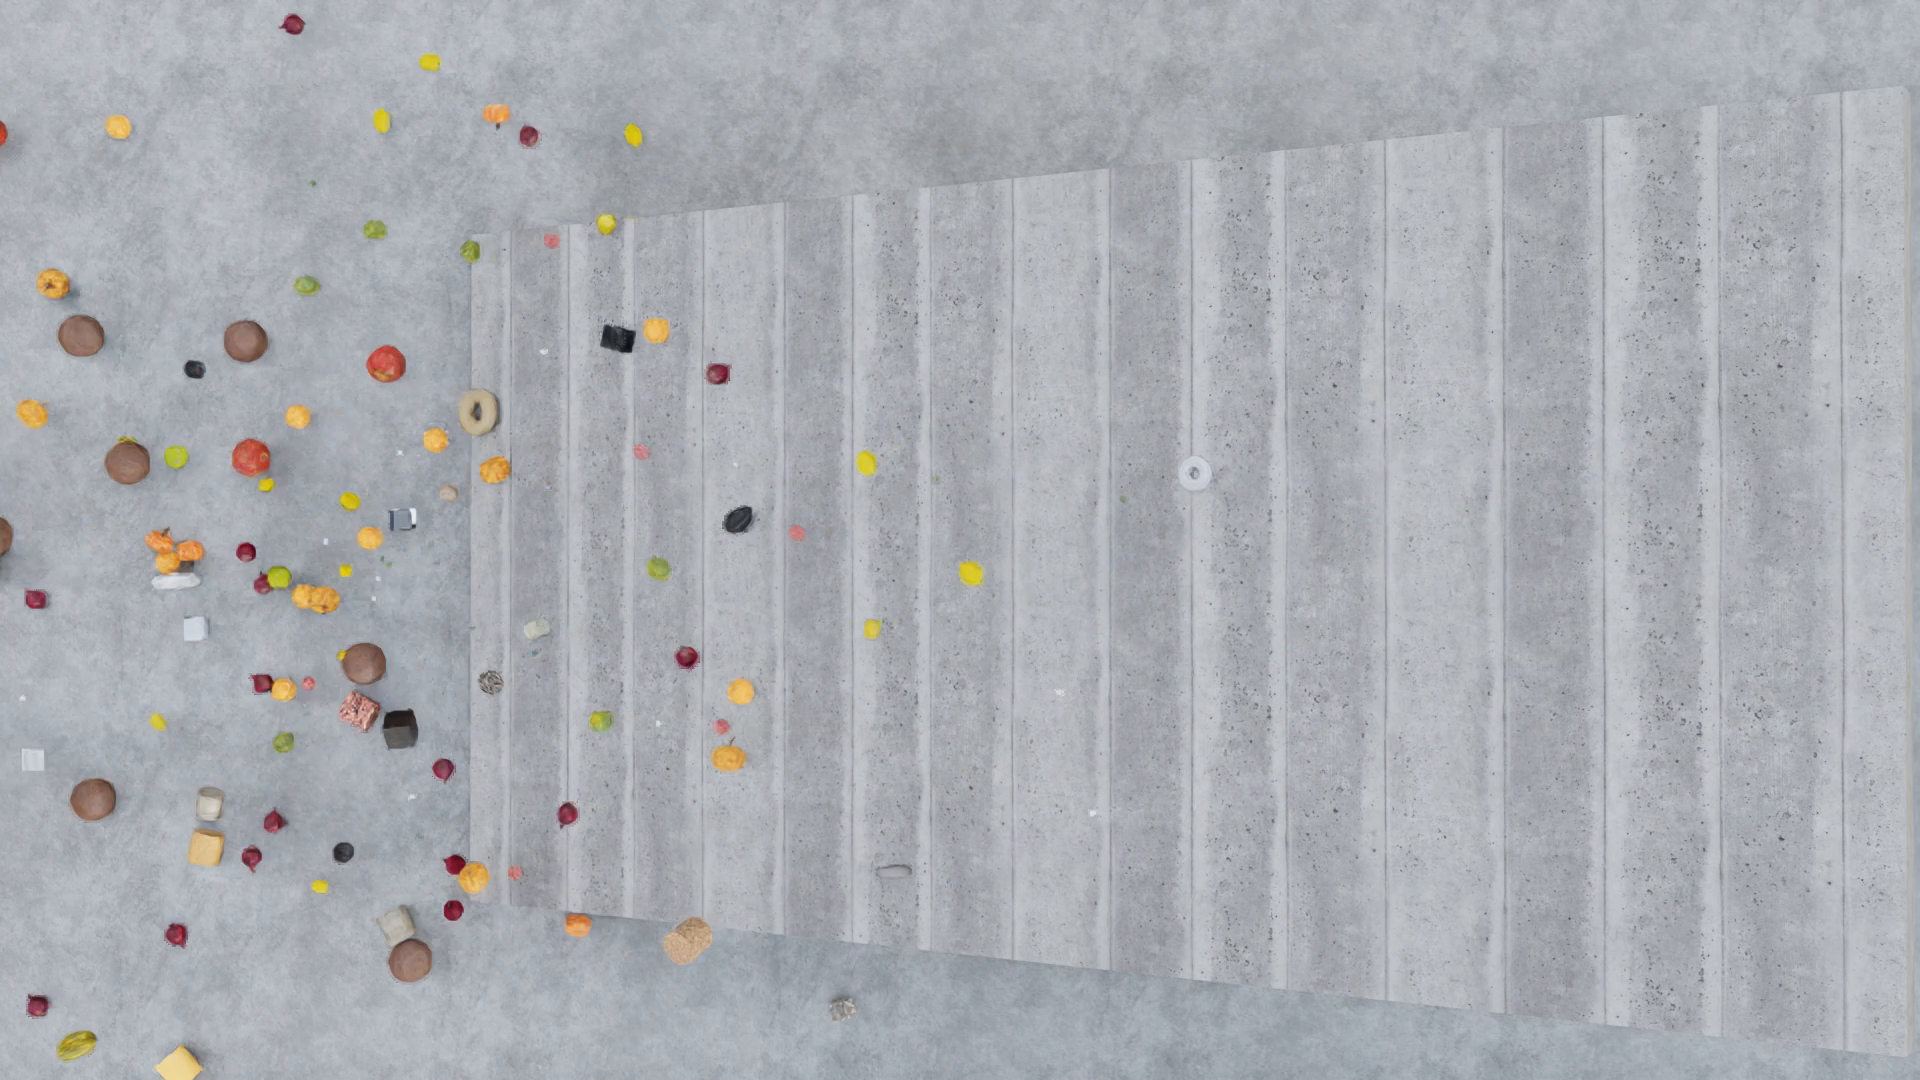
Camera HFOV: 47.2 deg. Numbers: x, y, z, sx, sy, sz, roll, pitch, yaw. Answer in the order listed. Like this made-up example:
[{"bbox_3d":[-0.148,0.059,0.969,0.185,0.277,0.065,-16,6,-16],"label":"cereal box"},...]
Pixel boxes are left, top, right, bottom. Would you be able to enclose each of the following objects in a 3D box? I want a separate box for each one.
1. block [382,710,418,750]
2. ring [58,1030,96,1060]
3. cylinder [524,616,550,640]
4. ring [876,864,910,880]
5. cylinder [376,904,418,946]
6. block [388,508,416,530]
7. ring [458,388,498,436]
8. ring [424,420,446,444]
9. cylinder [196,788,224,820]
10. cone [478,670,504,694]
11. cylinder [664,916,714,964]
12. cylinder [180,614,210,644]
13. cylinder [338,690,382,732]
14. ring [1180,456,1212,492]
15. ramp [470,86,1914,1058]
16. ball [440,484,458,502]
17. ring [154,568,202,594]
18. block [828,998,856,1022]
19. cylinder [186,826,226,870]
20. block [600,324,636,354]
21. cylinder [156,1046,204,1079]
[{"bbox_3d":[-1.688,0.571,6.633,0.081,0.081,0.081,-7,124,0],"label":"block"},{"bbox_3d":[-2.645,1.513,6.587,0.116,0.116,0.039,-14,114,0],"label":"ring"},{"bbox_3d":[-1.239,0.259,6.432,0.054,0.054,0.054,-22,89,30],"label":"cylinder"},{"bbox_3d":[-0.173,0.861,5.704,0.093,0.093,0.031,-7,72,0],"label":"ring"},{"bbox_3d":[-1.699,1.163,6.634,0.093,0.093,0.093,-29,89,0],"label":"cylinder"},{"bbox_3d":[-1.686,-0.063,6.653,0.063,0.063,0.063,-2,94,4],"label":"block"},{"bbox_3d":[-1.439,-0.382,6.566,0.145,0.048,0.145,1,91,32],"label":"ring"},{"bbox_3d":[-1.595,-0.327,6.679,0.077,0.026,0.077,-2,80,13],"label":"ring"},{"bbox_3d":[-2.263,0.795,6.633,0.074,0.074,0.074,13,106,0],"label":"cylinder"},{"bbox_3d":[-1.402,0.435,6.540,0.073,0.073,0.073,9,64,-20],"label":"cone"},{"bbox_3d":[-0.756,1.114,6.118,0.098,0.098,0.098,12,115,27],"label":"cylinder"},{"bbox_3d":[-2.313,0.267,6.655,0.068,0.068,0.068,-15,112,0],"label":"cylinder"},{"bbox_3d":[-1.812,0.516,6.643,0.091,0.091,0.091,29,90,3],"label":"cylinder"},{"bbox_3d":[0.572,-0.160,5.350,0.085,0.028,0.085,-1,88,33],"label":"ring"},{"bbox_3d":[0.264,0.073,5.610,4.000,0.100,2.000,0,89,31],"label":"ramp"},{"bbox_3d":[-1.539,-0.140,6.621,0.056,0.056,0.056,0,89,0],"label":"ball"},{"bbox_3d":[-2.351,0.124,6.604,0.139,0.139,0.046,-15,73,0],"label":"ring"},{"bbox_3d":[-0.355,1.418,6.645,0.053,0.053,0.053,-16,89,29],"label":"block"},{"bbox_3d":[-2.277,0.929,6.639,0.092,0.092,0.092,22,106,0],"label":"cylinder"},{"bbox_3d":[-0.976,-0.574,6.276,0.064,0.064,0.064,17,98,30],"label":"block"},{"bbox_3d":[-2.352,1.592,6.624,0.099,0.099,0.099,-40,93,0],"label":"cylinder"}]
